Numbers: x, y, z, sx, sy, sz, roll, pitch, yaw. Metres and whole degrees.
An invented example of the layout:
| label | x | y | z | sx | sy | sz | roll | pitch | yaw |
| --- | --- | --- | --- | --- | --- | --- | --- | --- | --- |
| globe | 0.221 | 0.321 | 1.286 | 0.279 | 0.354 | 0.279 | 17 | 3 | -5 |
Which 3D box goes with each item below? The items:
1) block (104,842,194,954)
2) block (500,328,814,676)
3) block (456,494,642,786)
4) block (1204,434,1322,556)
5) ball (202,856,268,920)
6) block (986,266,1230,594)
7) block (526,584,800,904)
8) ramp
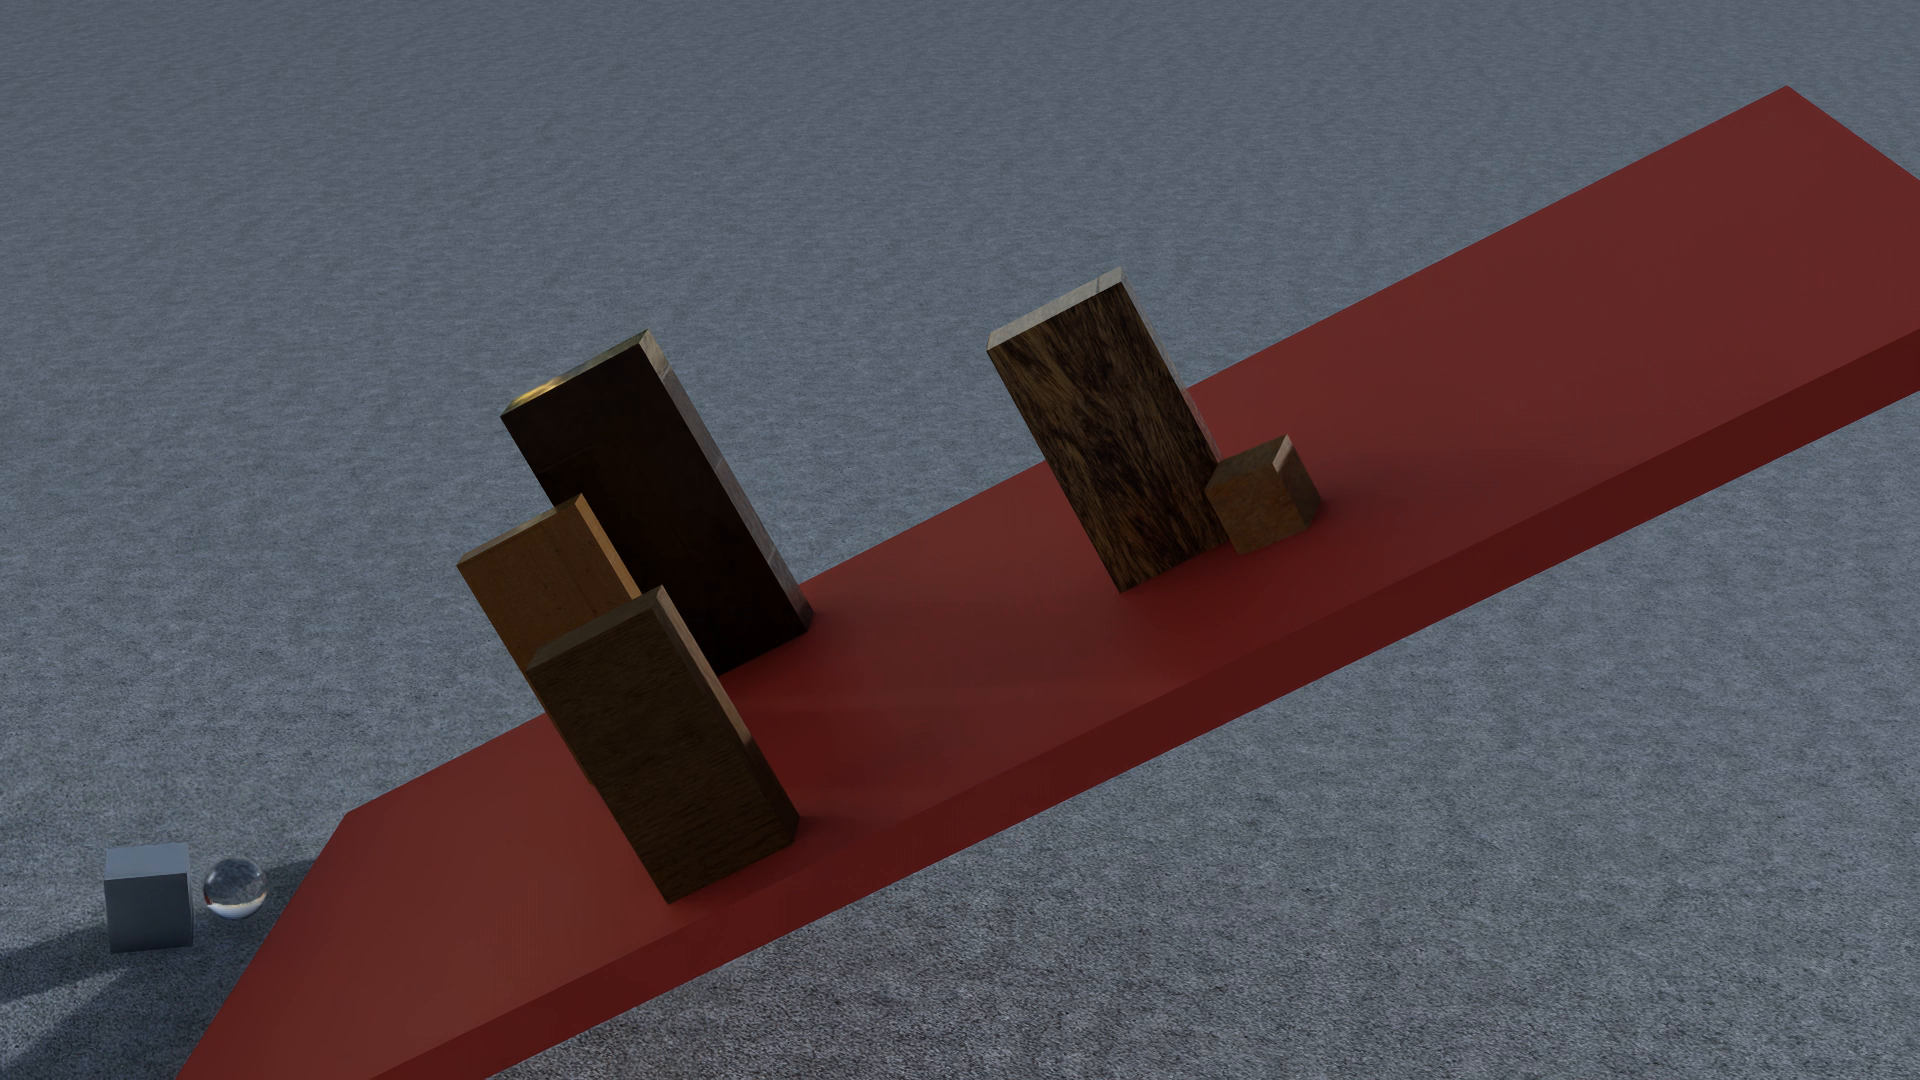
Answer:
| label | x | y | z | sx | sy | sz | roll | pitch | yaw |
| --- | --- | --- | --- | --- | --- | --- | --- | --- | --- |
| block | -1.952 | 0.860 | 7.085 | 0.191 | 0.191 | 0.191 | -4 | 18 | -12 |
| block | -0.705 | -0.056 | 6.899 | 0.374 | 0.786 | 0.144 | -27 | 14 | 11 |
| block | -0.836 | 0.225 | 6.578 | 0.308 | 0.590 | 0.083 | -27 | 14 | 11 |
| block | 0.594 | -0.088 | 5.762 | 0.151 | 0.151 | 0.151 | -23 | 16 | 26 |
| ball | -1.768 | 0.850 | 7.177 | 0.154 | 0.154 | 0.154 | 0 | 18 | 0 |
| block | 0.322 | -0.220 | 5.897 | 0.300 | 0.568 | 0.147 | -27 | 14 | 11 |
| block | -0.560 | 0.390 | 5.578 | 0.274 | 0.532 | 0.135 | -27 | 14 | 11 |
| ramp | 0.141 | 0.167 | 6.282 | 4.000 | 0.100 | 2.000 | -27 | 14 | 11 |
